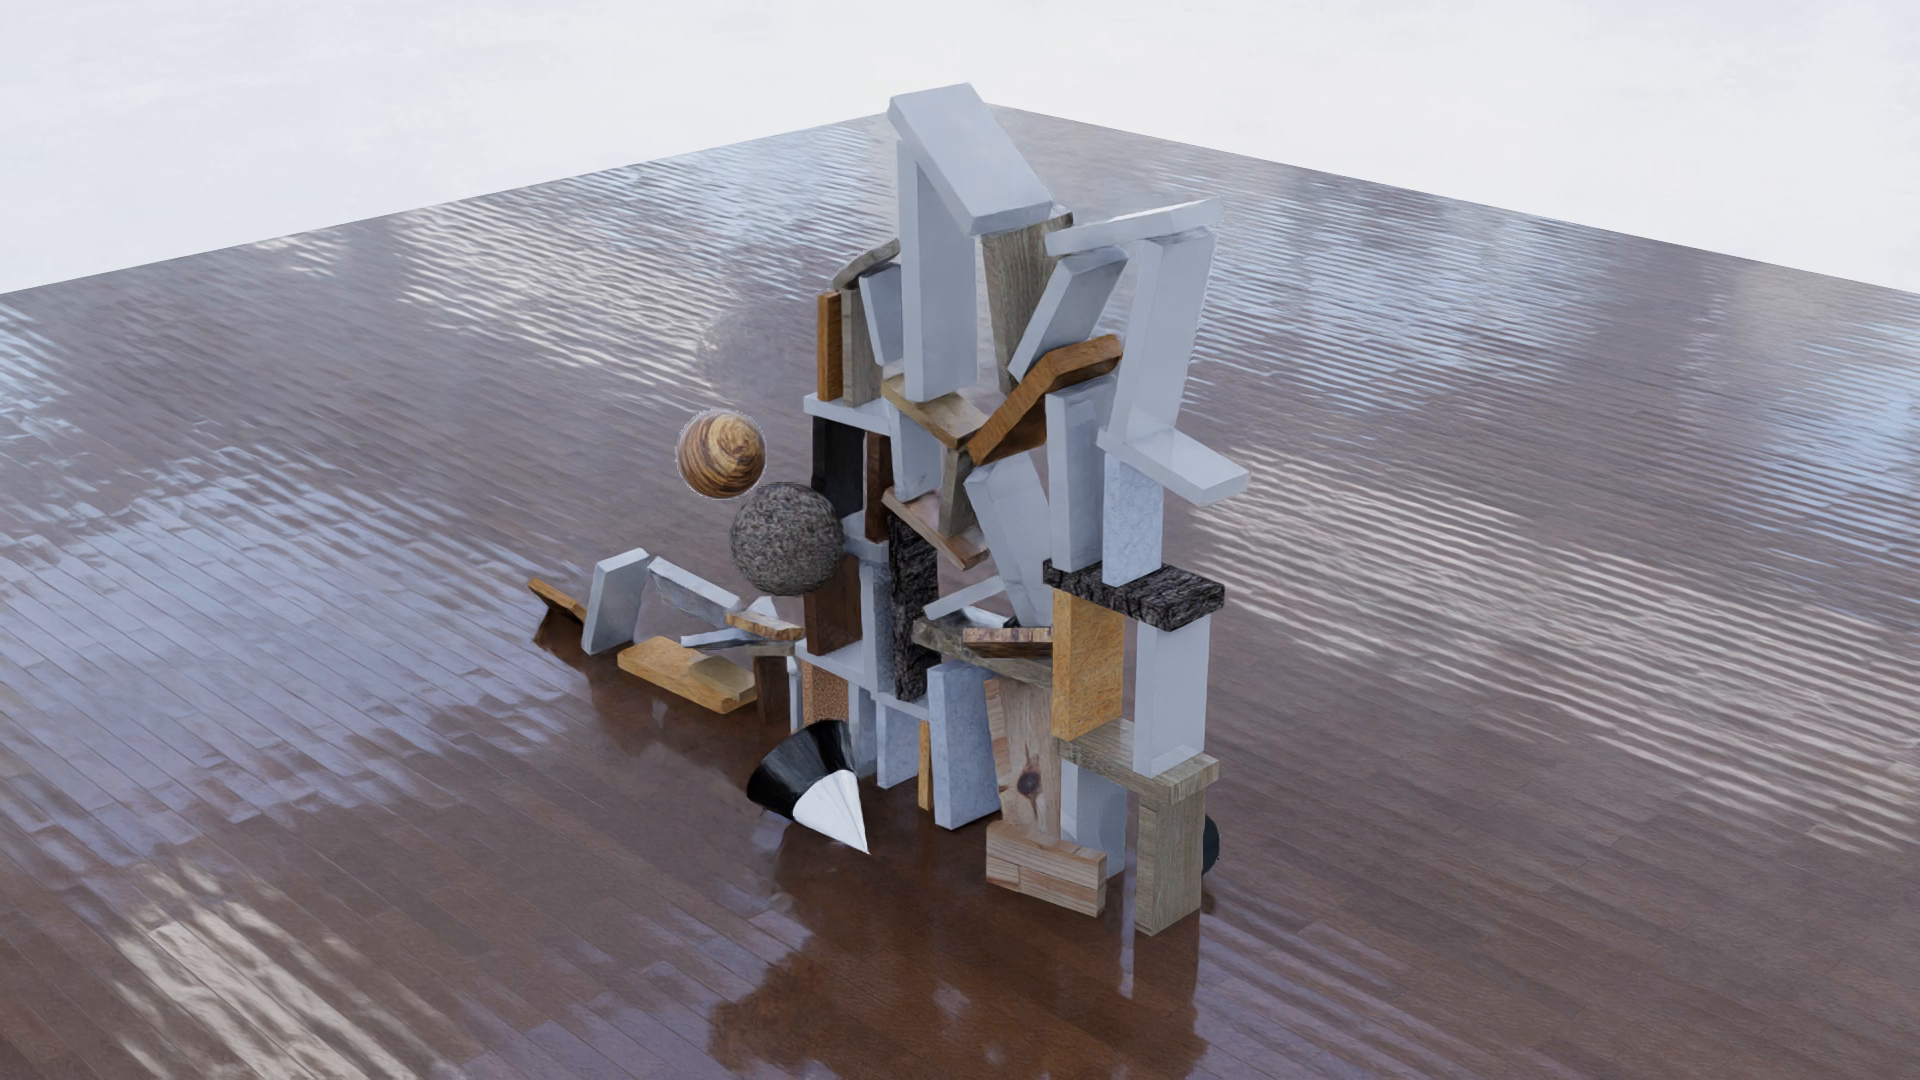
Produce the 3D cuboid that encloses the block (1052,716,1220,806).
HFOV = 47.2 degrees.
[{"bbox_3d":[0.321,0.398,4.044,0.283,0.040,0.142,21,31,41],"label":"block"}]

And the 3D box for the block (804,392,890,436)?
[{"bbox_3d":[-0.183,-0.259,4.333,0.234,0.033,0.117,17,29,37],"label":"block"}]

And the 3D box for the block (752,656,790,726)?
[{"bbox_3d":[-0.409,0.321,4.807,0.076,0.152,0.022,-21,24,-40],"label":"block"}]

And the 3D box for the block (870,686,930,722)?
[{"bbox_3d":[-0.082,0.323,4.467,0.191,0.027,0.095,18,27,40],"label":"block"}]

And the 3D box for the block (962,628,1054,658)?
[{"bbox_3d":[0.112,0.198,4.193,0.192,0.027,0.096,-1,-22,27],"label":"block"}]

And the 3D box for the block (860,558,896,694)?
[{"bbox_3d":[-0.141,0.157,4.464,0.036,0.284,0.127,15,25,41],"label":"block"}]

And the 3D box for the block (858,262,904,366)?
[{"bbox_3d":[-0.135,-0.427,4.158,0.088,0.176,0.025,-29,28,-35],"label":"block"}]

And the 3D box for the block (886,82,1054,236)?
[{"bbox_3d":[0.016,-0.675,3.878,0.161,0.046,0.322,-16,57,-25],"label":"block"}]

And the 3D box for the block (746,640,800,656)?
[{"bbox_3d":[-0.384,0.232,4.739,0.076,0.022,0.152,-14,8,-41],"label":"block"}]

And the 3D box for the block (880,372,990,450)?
[{"bbox_3d":[-0.045,-0.252,4.165,0.202,0.029,0.101,39,46,25],"label":"block"}]

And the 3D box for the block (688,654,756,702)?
[{"bbox_3d":[-0.518,0.308,4.905,0.167,0.024,0.084,23,32,36],"label":"block"}]

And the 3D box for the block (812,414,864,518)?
[{"bbox_3d":[-0.246,-0.156,4.436,0.033,0.234,0.117,22,32,35],"label":"block"}]

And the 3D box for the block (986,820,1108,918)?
[{"bbox_3d":[0.161,0.618,4.149,0.241,0.121,0.034,14,27,29],"label":"block"}]

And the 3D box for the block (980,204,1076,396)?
[{"bbox_3d":[0.135,-0.424,3.943,0.161,0.322,0.046,-22,35,-20],"label":"block"}]

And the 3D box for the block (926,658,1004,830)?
[{"bbox_3d":[0.018,0.396,4.392,0.164,0.329,0.047,-17,21,-41],"label":"block"}]

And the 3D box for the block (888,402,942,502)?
[{"bbox_3d":[-0.086,-0.184,4.252,0.029,0.202,0.101,22,37,40],"label":"block"}]

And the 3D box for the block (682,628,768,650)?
[{"bbox_3d":[-0.524,0.221,4.893,0.084,0.024,0.241,7,-11,-35],"label":"block"}]

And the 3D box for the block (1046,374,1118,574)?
[{"bbox_3d":[0.231,-0.120,3.924,0.162,0.323,0.046,-21,26,-40],"label":"block"}]

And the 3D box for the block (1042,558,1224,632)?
[{"bbox_3d":[0.308,0.078,3.928,0.299,0.042,0.149,21,31,40],"label":"block"}]

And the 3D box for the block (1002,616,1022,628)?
[{"bbox_3d":[0.190,0.189,4.340,0.192,0.027,0.096,16,20,23],"label":"block"}]

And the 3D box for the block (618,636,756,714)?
[{"bbox_3d":[-0.613,0.304,4.998,0.356,0.036,0.128,19,30,38],"label":"block"}]

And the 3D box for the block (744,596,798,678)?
[{"bbox_3d":[-0.430,0.231,4.976,0.027,0.189,0.095,-11,17,27],"label":"block"}]

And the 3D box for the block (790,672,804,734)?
[{"bbox_3d":[-0.329,0.352,4.736,0.076,0.152,0.022,-21,31,-40],"label":"block"}]

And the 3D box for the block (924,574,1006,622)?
[{"bbox_3d":[0.050,0.097,4.345,0.231,0.033,0.116,-24,-2,36],"label":"block"}]

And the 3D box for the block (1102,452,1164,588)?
[{"bbox_3d":[0.305,-0.049,3.865,0.034,0.241,0.121,21,31,41],"label":"block"}]

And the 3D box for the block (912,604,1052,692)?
[{"bbox_3d":[0.087,0.208,4.359,0.329,0.047,0.164,18,21,28],"label":"block"}]

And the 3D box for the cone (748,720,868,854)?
[{"bbox_3d":[-0.252,0.531,4.367,0.248,0.248,0.248,-19,56,-37],"label":"cone"}]

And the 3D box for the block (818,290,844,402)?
[{"bbox_3d":[-0.238,-0.387,4.317,0.027,0.215,0.094,20,31,34],"label":"block"}]

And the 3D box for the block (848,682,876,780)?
[{"bbox_3d":[-0.181,0.380,4.587,0.108,0.217,0.031,-21,30,-41],"label":"block"}]

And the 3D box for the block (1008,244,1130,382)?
[{"bbox_3d":[0.188,-0.396,3.842,0.136,0.272,0.039,-23,63,-36],"label":"block"}]

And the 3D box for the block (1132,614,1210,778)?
[{"bbox_3d":[0.378,0.263,3.931,0.042,0.299,0.149,21,31,40],"label":"block"}]

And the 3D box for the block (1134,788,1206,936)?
[{"bbox_3d":[0.387,0.574,4.046,0.040,0.283,0.142,21,31,41],"label":"block"}]

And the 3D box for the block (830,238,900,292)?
[{"bbox_3d":[-0.177,-0.520,4.166,0.088,0.025,0.175,-29,3,-23],"label":"block"}]

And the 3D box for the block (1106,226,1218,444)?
[{"bbox_3d":[0.338,-0.344,3.702,0.136,0.365,0.039,-21,42,-40],"label":"block"}]

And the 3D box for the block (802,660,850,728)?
[{"bbox_3d":[-0.283,0.340,4.681,0.031,0.217,0.108,21,30,41],"label":"block"}]

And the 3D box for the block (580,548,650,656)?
[{"bbox_3d":[-0.800,0.143,5.099,0.128,0.257,0.036,-22,51,-41],"label":"block"}]

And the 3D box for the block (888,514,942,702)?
[{"bbox_3d":[-0.089,0.123,4.404,0.033,0.389,0.116,10,22,33],"label":"block"}]

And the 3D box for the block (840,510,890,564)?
[{"bbox_3d":[-0.210,-0.018,4.463,0.255,0.036,0.127,18,28,37],"label":"block"}]

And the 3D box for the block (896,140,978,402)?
[{"bbox_3d":[-0.040,-0.510,4.072,0.046,0.487,0.161,16,28,36],"label":"block"}]

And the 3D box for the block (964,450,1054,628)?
[{"bbox_3d":[0.126,0.006,4.213,0.046,0.394,0.162,0,36,34],"label":"block"}]

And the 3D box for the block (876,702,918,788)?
[{"bbox_3d":[-0.129,0.410,4.545,0.027,0.191,0.095,19,27,40],"label":"block"}]

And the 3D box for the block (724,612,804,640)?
[{"bbox_3d":[-0.426,0.187,4.781,0.167,0.024,0.084,15,10,42],"label":"block"}]

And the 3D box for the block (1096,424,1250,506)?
[{"bbox_3d":[0.362,-0.140,3.761,0.121,0.034,0.241,-21,42,-40],"label":"block"}]

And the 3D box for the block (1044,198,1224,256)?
[{"bbox_3d":[0.288,-0.522,3.671,0.272,0.039,0.136,-4,13,44],"label":"block"}]

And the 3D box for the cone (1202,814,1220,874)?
[{"bbox_3d":[0.432,0.586,4.295,0.146,0.146,0.146,2,-3,6],"label":"cone"}]

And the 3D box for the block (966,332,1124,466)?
[{"bbox_3d":[0.152,-0.251,3.976,0.162,0.323,0.046,-20,73,-37],"label":"block"}]

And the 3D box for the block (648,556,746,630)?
[{"bbox_3d":[-0.589,0.135,5.011,0.257,0.128,0.036,24,62,30],"label":"block"}]

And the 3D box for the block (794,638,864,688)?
[{"bbox_3d":[-0.232,0.245,4.587,0.217,0.031,0.108,21,31,40],"label":"block"}]

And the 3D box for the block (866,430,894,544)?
[{"bbox_3d":[-0.132,-0.121,4.349,0.033,0.234,0.117,23,33,37],"label":"block"}]

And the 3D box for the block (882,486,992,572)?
[{"bbox_3d":[-0.031,-0.039,4.292,0.231,0.033,0.116,40,44,24],"label":"block"}]

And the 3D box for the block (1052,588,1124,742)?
[{"bbox_3d":[0.237,0.208,4.060,0.042,0.299,0.149,21,31,41],"label":"block"}]

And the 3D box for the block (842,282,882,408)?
[{"bbox_3d":[-0.190,-0.382,4.274,0.025,0.239,0.088,19,30,36],"label":"block"}]

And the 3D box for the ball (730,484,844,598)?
[{"bbox_3d":[-0.340,0.000,4.340,0.225,0.225,0.225,0,23,0],"label":"ball"}]

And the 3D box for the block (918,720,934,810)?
[{"bbox_3d":[-0.039,0.445,4.464,0.095,0.191,0.027,-18,28,-41],"label":"block"}]

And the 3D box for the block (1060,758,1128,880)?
[{"bbox_3d":[0.254,0.521,4.170,0.142,0.283,0.040,-21,31,-40],"label":"block"}]

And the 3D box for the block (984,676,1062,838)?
[{"bbox_3d":[0.147,0.434,4.314,0.164,0.329,0.047,2,-17,-38],"label":"block"}]

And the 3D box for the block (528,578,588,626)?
[{"bbox_3d":[-0.953,0.154,5.280,0.189,0.095,0.027,24,70,43],"label":"block"}]

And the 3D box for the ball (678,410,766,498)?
[{"bbox_3d":[-0.476,-0.172,4.399,0.176,0.176,0.176,0,23,0],"label":"ball"}]

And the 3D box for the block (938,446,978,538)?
[{"bbox_3d":[0.010,-0.109,4.198,0.029,0.202,0.101,32,44,29],"label":"block"}]

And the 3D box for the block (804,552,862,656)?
[{"bbox_3d":[-0.265,0.101,4.559,0.036,0.255,0.127,17,27,42],"label":"block"}]
